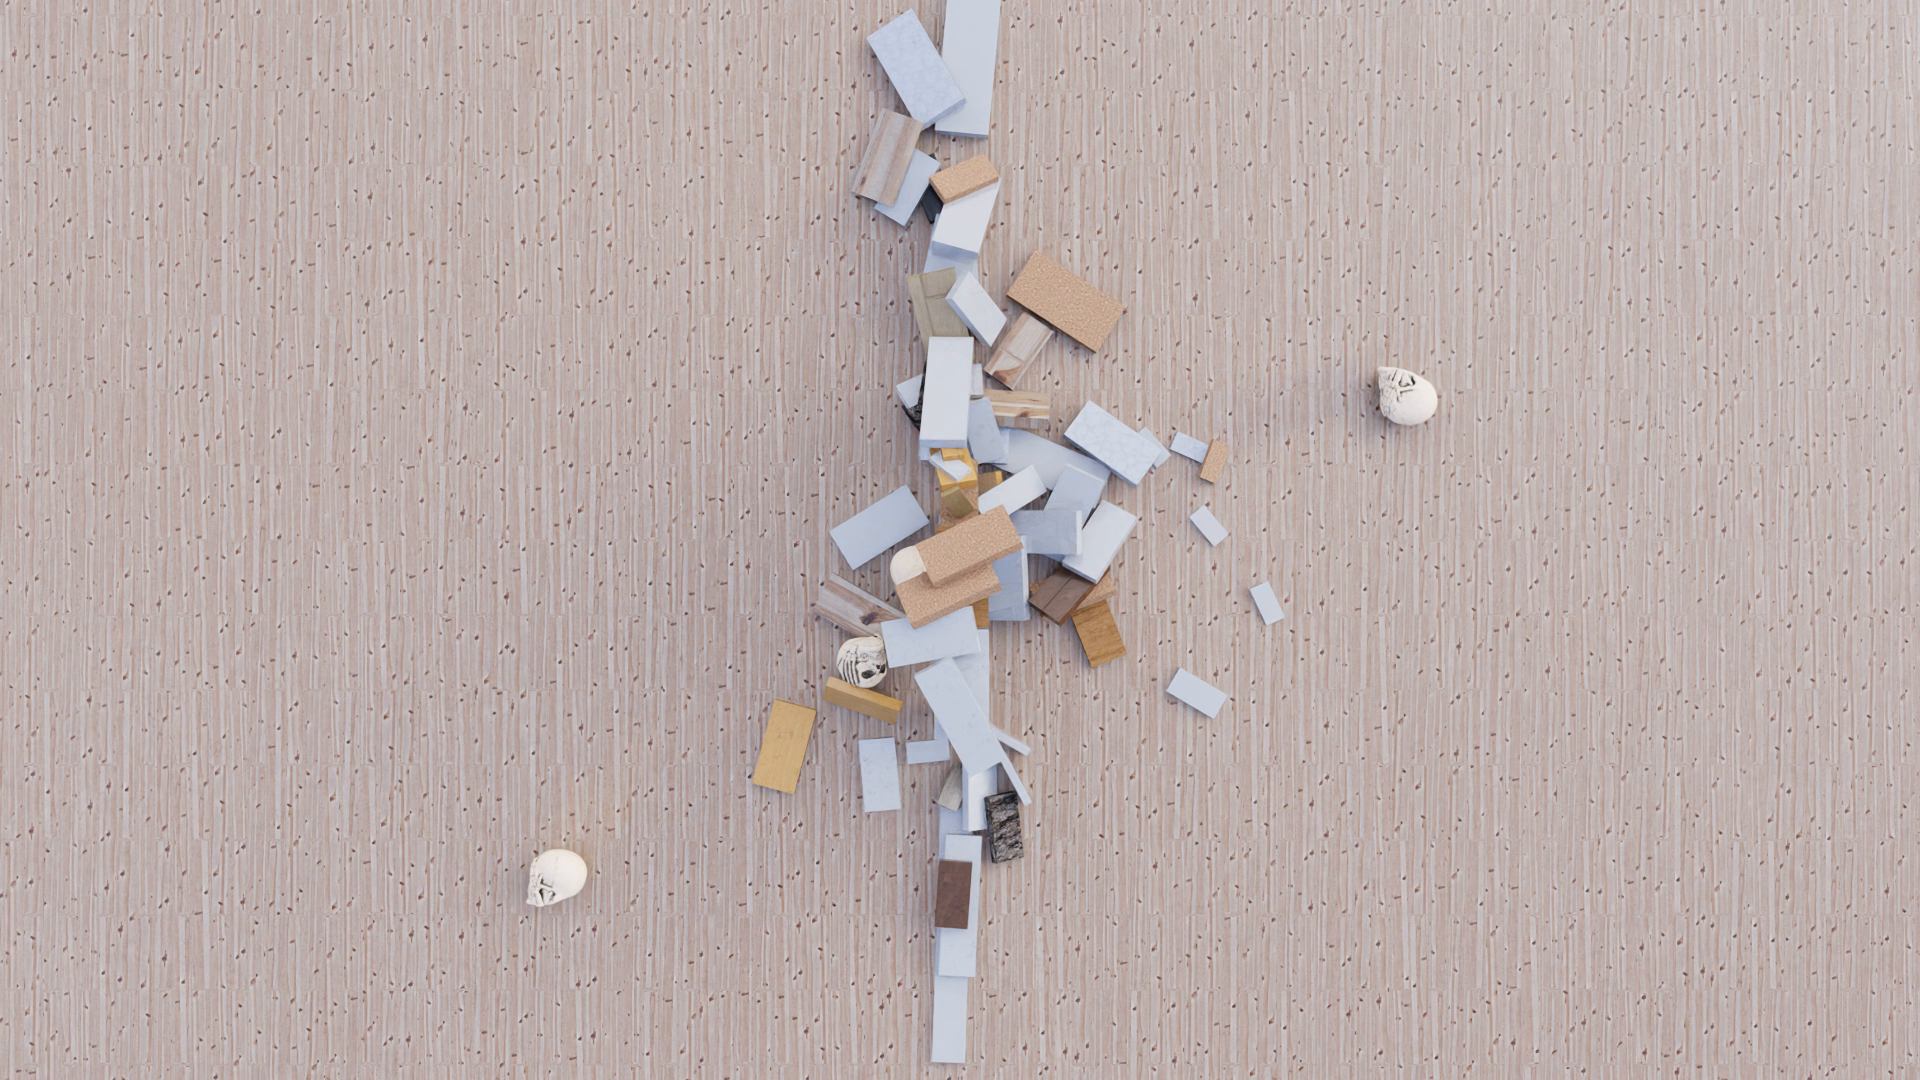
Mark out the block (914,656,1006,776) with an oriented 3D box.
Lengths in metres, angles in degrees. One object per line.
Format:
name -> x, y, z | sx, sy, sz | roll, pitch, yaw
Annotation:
block -> 0.002, 0.543, 5.079 | 0.127, 0.036, 0.364 | -28, 100, 5

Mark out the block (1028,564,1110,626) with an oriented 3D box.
block -> 0.361, 0.148, 5.418 | 0.131, 0.037, 0.261 | 35, 73, 27

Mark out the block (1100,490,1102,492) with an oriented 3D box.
block -> 0.397, -0.149, 5.442 | 0.133, 0.019, 0.067 | -40, 98, 16

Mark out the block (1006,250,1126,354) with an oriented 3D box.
block -> 0.351, -0.791, 5.475 | 0.354, 0.050, 0.177 | 33, 90, 0

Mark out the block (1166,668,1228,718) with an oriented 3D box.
block -> 0.787, 0.508, 5.487 | 0.183, 0.026, 0.091 | 30, 90, 0

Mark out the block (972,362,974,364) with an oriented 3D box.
block -> 0.007, -0.566, 5.381 | 0.067, 0.019, 0.134 | 6, 54, 2

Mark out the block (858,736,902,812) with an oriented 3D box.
block -> -0.266, 0.778, 5.483 | 0.119, 0.034, 0.238 | -5, 90, 0

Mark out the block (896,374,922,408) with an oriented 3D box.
block -> -0.106, -0.435, 5.412 | 0.114, 0.032, 0.229 | -26, 67, -14

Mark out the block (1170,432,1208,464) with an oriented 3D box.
block -> 0.769, -0.306, 5.491 | 0.128, 0.018, 0.064 | 24, 90, 0

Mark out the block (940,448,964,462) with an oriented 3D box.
block -> -0.031, -0.305, 5.187 | 0.067, 0.019, 0.134 | -8, 49, -6

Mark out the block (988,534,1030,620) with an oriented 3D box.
block -> 0.153, 0.124, 5.440 | 0.139, 0.040, 0.279 | -1, 95, 28

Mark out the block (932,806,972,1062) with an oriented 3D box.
block -> -0.023, 1.294, 5.485 | 0.109, 0.031, 0.877 | 2, 90, 0

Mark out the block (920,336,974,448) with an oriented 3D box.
block -> -0.040, -0.476, 5.274 | 0.144, 0.041, 0.440 | 1, 53, 4

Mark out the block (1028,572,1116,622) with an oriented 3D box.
block -> 0.373, 0.165, 5.449 | 0.261, 0.037, 0.131 | -21, 59, 1

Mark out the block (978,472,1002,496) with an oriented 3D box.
block -> 0.100, -0.121, 5.456 | 0.101, 0.029, 0.202 | -7, 90, 40

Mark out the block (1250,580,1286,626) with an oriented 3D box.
block -> 1.022, 0.210, 5.491 | 0.067, 0.019, 0.133 | -25, 90, 0

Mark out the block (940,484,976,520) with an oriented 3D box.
block -> -0.006, -0.118, 5.164 | 0.063, 0.126, 0.018 | -28, 49, 9

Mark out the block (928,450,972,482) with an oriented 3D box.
block -> -0.031, -0.234, 5.149 | 0.063, 0.018, 0.126 | -36, 57, -26

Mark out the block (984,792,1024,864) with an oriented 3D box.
block -> 0.146, 0.950, 5.457 | 0.109, 0.031, 0.219 | -7, 90, -33

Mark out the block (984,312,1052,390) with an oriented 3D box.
block -> 0.194, -0.628, 5.483 | 0.118, 0.034, 0.237 | 35, 90, 0

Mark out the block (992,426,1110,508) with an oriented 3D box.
block -> 0.257, -0.265, 5.479 | 0.474, 0.042, 0.147 | 23, 90, 0

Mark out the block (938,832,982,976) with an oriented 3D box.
block -> 0.001, 1.206, 5.452 | 0.119, 0.034, 0.464 | 3, 90, 0

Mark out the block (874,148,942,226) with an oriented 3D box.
block -> -0.171, -1.170, 5.457 | 0.118, 0.034, 0.237 | 32, 100, 7

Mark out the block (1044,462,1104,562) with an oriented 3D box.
block -> 0.347, -0.087, 5.435 | 0.139, 0.040, 0.307 | 25, 107, 0

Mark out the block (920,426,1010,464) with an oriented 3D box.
block -> 0.016, -0.329, 5.437 | 0.289, 0.041, 0.144 | 2, 90, 0

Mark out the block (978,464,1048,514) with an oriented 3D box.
block -> 0.162, -0.145, 5.409 | 0.236, 0.029, 0.101 | -32, 97, -16

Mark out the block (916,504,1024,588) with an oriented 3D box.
block -> 0.029, 0.020, 5.084 | 0.300, 0.042, 0.150 | -25, 60, 0

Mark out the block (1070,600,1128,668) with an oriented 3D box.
block -> 0.449, 0.283, 5.482 | 0.127, 0.036, 0.254 | -21, 90, 0

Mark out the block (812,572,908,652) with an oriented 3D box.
block -> -0.331, 0.240, 5.480 | 0.286, 0.041, 0.143 | 29, 90, 0

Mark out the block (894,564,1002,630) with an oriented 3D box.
block -> -0.036, 0.147, 5.081 | 0.300, 0.042, 0.150 | -25, 56, 0

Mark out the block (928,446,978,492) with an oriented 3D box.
block -> -0.027, -0.252, 5.198 | 0.114, 0.032, 0.229 | -10, 50, -8

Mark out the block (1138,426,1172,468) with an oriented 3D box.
block -> 0.635, -0.309, 5.491 | 0.064, 0.018, 0.128 | -42, 90, 0

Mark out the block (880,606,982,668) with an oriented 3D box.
block -> -0.090, 0.299, 5.094 | 0.286, 0.041, 0.143 | -11, 88, 9

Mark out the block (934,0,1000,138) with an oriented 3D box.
block -> 0.033, -1.644, 5.475 | 0.177, 0.050, 0.598 | 5, 90, 0

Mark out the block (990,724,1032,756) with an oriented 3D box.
block -> 0.148, 0.652, 5.454 | 0.183, 0.091, 0.026 | 30, 90, 0
